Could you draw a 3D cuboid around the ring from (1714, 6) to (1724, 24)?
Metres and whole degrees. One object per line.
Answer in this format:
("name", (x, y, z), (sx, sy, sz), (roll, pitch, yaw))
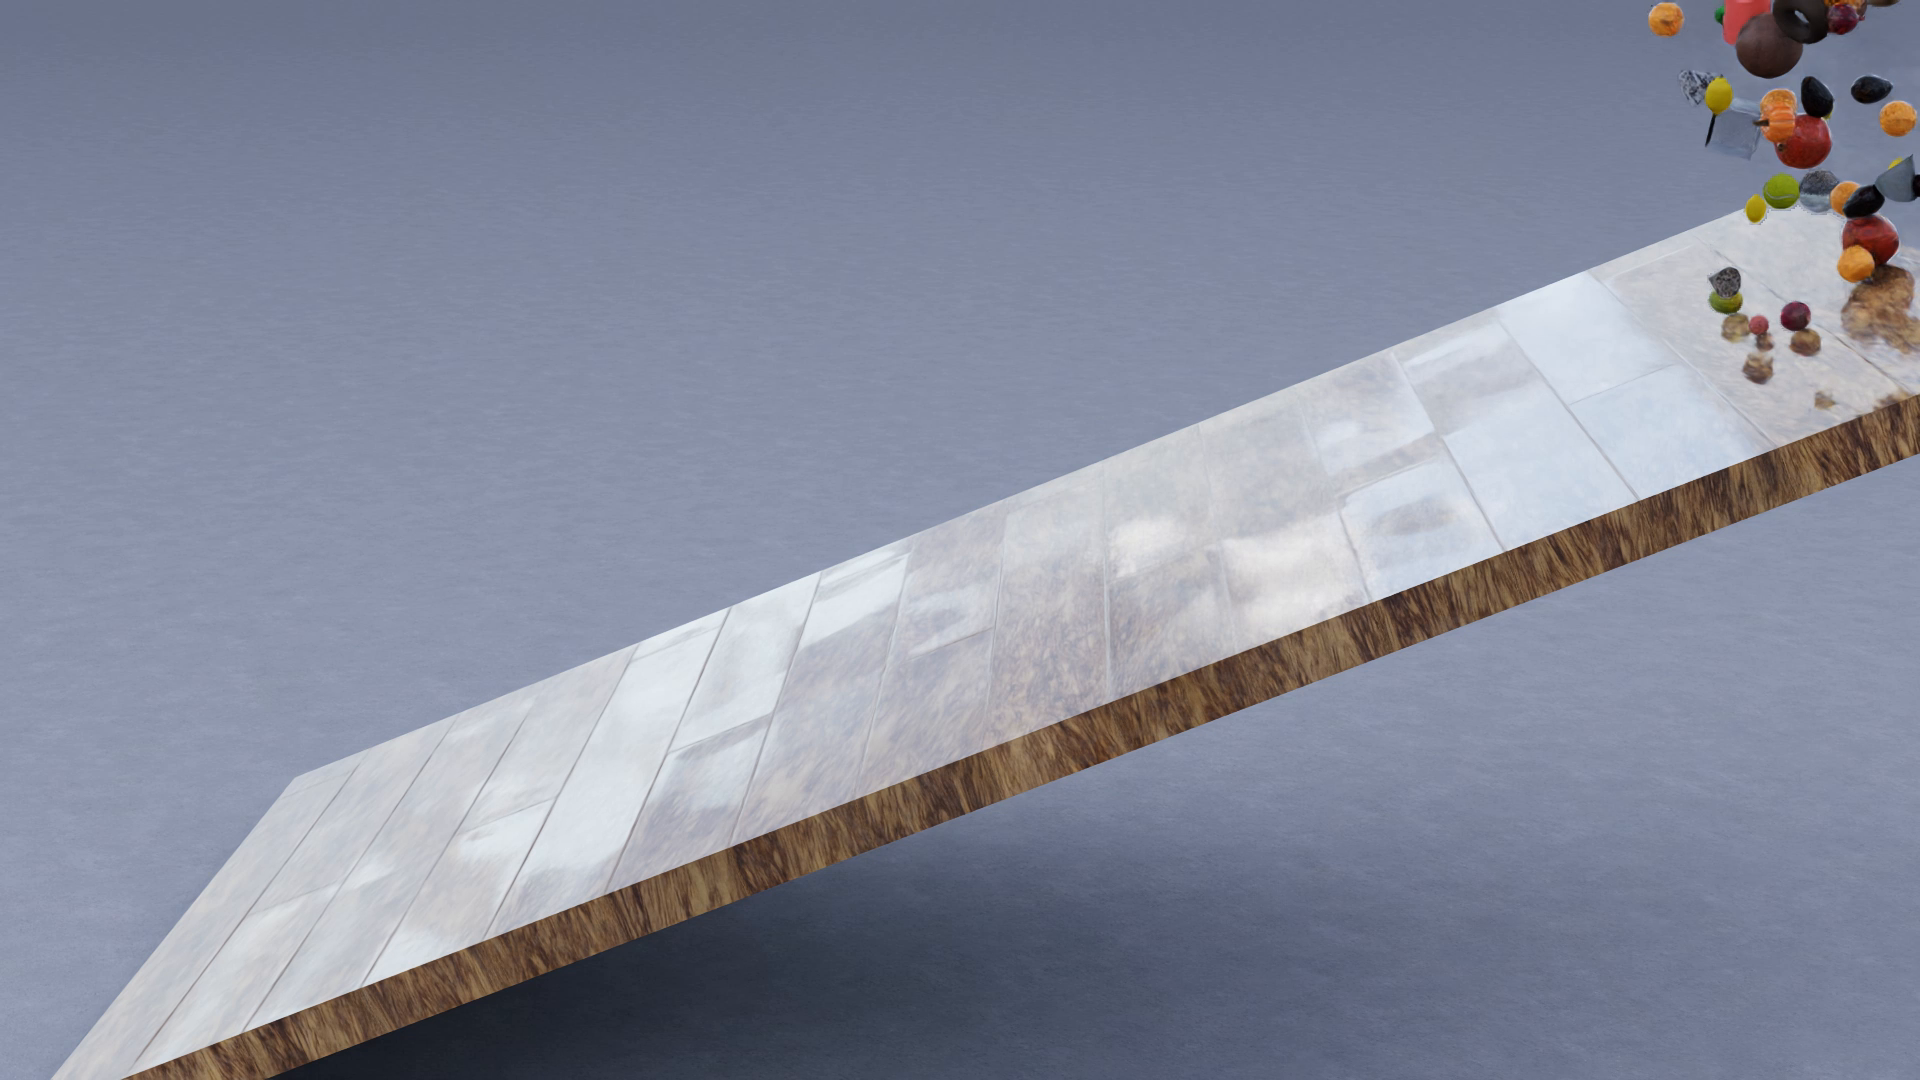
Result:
("ring", (1.601, -1.083, 6.064), (0.087, 0.029, 0.087), (3, -8, 0))

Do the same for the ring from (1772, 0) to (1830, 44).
("ring", (1.624, -1.011, 5.678), (0.040, 0.120, 0.120), (-48, 36, -20))

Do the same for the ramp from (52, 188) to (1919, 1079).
("ramp", (0.126, 0.172, 6.289), (4.000, 0.100, 2.000), (-21, 12, 8))

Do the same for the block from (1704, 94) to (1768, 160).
("block", (1.577, -0.839, 5.974), (0.092, 0.092, 0.092), (17, 29, 18))

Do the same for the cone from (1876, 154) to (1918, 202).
("cone", (1.882, -0.735, 5.857), (0.088, 0.088, 0.088), (5, 47, -5))

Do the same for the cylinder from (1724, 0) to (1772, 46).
("cylinder", (1.600, -1.065, 5.979), (0.093, 0.093, 0.093), (-6, 29, 3))

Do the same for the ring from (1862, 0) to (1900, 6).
("ring", (1.868, -1.113, 5.961), (0.092, 0.031, 0.092), (9, -21, 3))

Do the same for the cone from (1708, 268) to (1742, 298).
("cone", (1.547, -0.530, 6.002), (0.065, 0.065, 0.065), (-7, 16, -24))

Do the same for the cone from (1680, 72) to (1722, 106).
("cone", (1.507, -0.926, 5.939), (0.077, 0.077, 0.077), (-25, 18, -7))

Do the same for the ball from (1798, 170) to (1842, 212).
("ball", (1.800, -0.731, 6.160), (0.090, 0.090, 0.090), (0, 14, 0))
